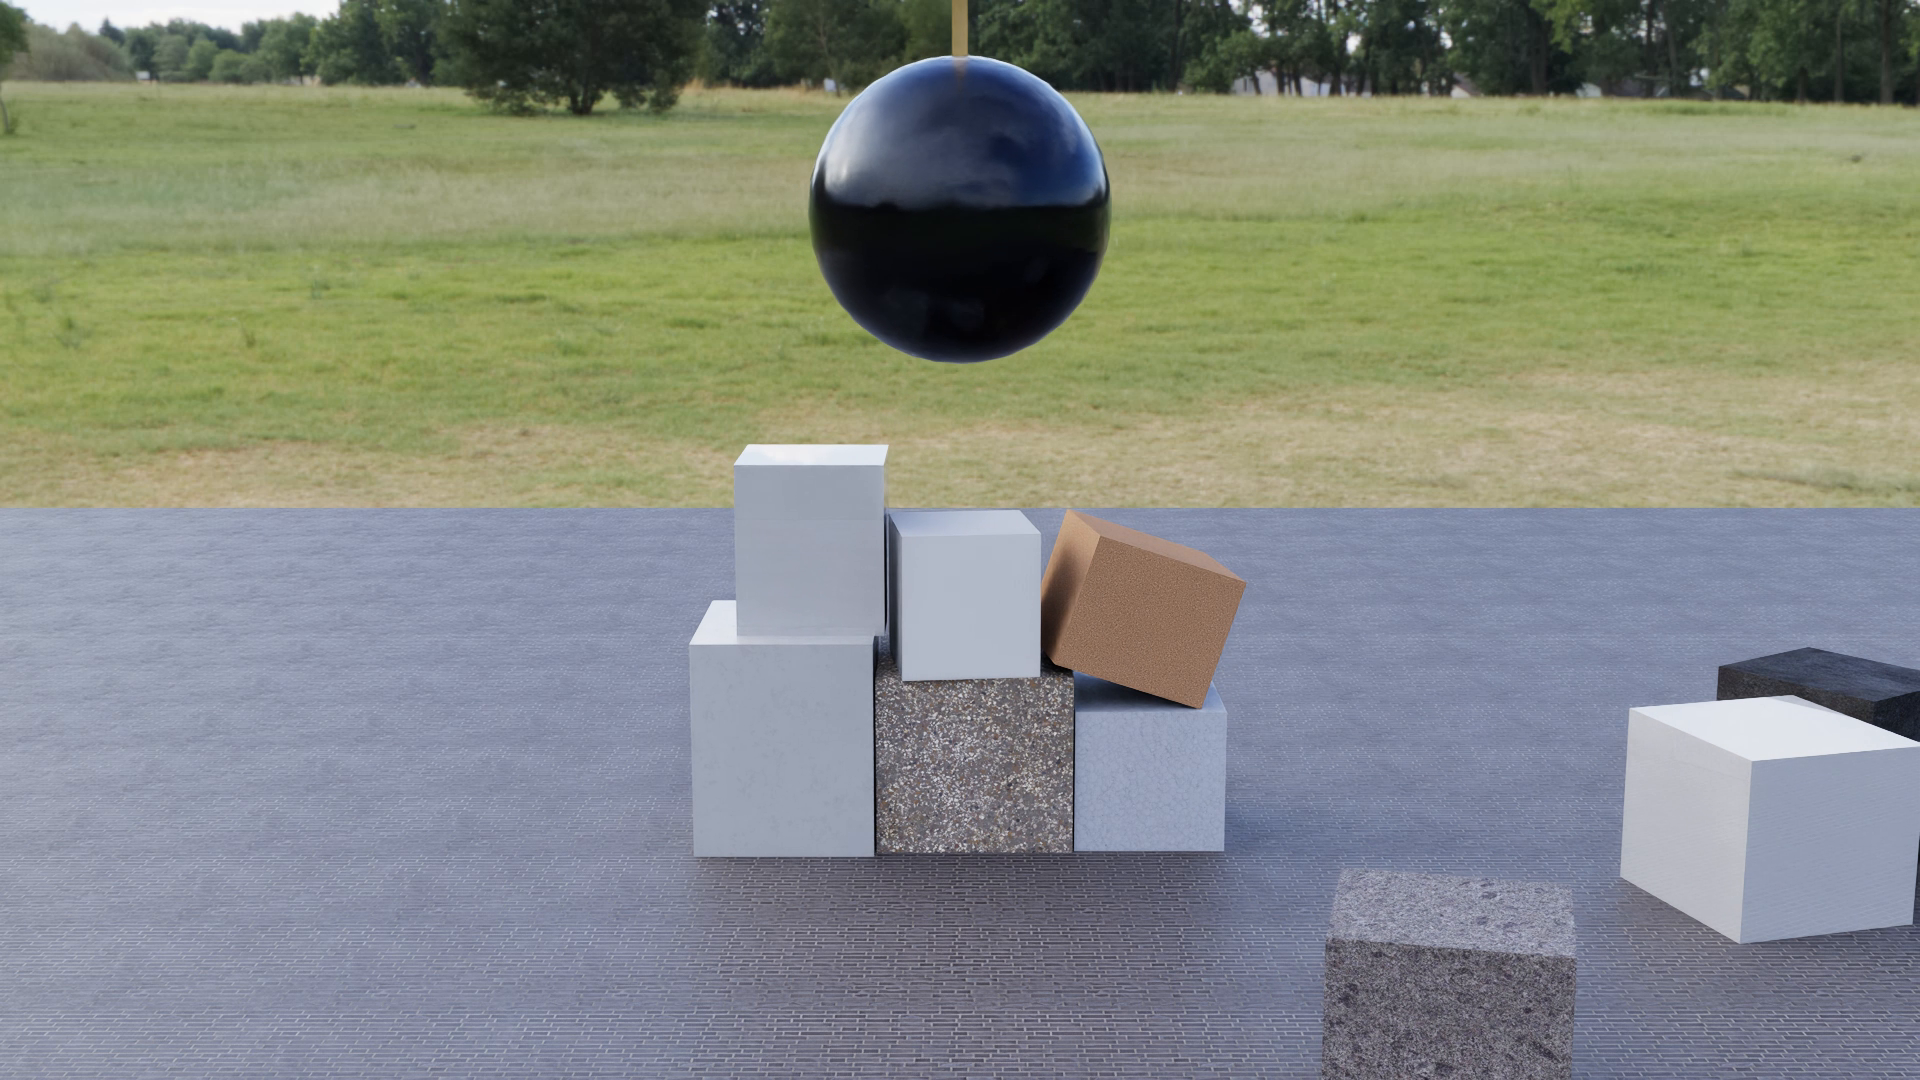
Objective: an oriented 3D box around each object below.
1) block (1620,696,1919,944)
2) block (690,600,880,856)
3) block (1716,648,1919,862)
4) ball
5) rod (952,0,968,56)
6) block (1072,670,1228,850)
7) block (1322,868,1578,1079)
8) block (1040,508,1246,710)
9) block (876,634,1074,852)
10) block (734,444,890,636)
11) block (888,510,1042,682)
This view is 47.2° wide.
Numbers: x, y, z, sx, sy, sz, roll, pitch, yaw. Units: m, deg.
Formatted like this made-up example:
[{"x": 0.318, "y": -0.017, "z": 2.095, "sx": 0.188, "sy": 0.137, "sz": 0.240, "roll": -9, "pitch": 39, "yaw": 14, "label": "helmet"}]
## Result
[{"x": 3.755, "y": 1.272, "z": 10.227, "sx": 0.906, "sy": 0.838, "sz": 0.945, "roll": -3, "pitch": 11, "yaw": -16, "label": "block"}, {"x": -0.874, "y": 0.948, "z": 11.333, "sx": 0.895, "sy": 1.081, "sz": 1.040, "roll": 0, "pitch": 10, "yaw": 0, "label": "block"}, {"x": 4.382, "y": 1.100, "z": 11.032, "sx": 0.750, "sy": 0.889, "sz": 0.866, "roll": -7, "pitch": 13, "yaw": -34, "label": "block"}, {"x": 0.000, "y": -1.726, "z": 11.540, "sx": 1.600, "sy": 1.600, "sz": 1.600, "roll": 0, "pitch": 10, "yaw": 0, "label": "ball"}, {"x": 0.000, "y": -4.984, "z": 10.566, "sx": 0.080, "sy": 5.200, "sz": 0.080, "roll": 0, "pitch": 17, "yaw": 0, "label": "rod"}, {"x": 0.946, "y": 1.127, "z": 11.366, "sx": 0.751, "sy": 0.716, "sz": 0.864, "roll": 0, "pitch": 10, "yaw": 0, "label": "block"}, {"x": 1.762, "y": 1.713, "z": 7.937, "sx": 0.838, "sy": 0.790, "sz": 0.768, "roll": 3, "pitch": 11, "yaw": 14, "label": "block"}, {"x": 0.880, "y": 0.338, "z": 11.211, "sx": 0.784, "sy": 0.673, "sz": 0.816, "roll": 18, "pitch": 7, "yaw": -11, "label": "block"}, {"x": 0.072, "y": 1.034, "z": 11.373, "sx": 0.977, "sy": 0.897, "sz": 0.957, "roll": 0, "pitch": 10, "yaw": 0, "label": "block"}, {"x": -0.740, "y": -0.010, "z": 11.187, "sx": 0.734, "sy": 0.857, "sz": 0.723, "roll": 0, "pitch": 10, "yaw": 0, "label": "block"}, {"x": 0.014, "y": 0.268, "z": 11.071, "sx": 0.681, "sy": 0.718, "sz": 0.696, "roll": -1, "pitch": 10, "yaw": -7, "label": "block"}]
